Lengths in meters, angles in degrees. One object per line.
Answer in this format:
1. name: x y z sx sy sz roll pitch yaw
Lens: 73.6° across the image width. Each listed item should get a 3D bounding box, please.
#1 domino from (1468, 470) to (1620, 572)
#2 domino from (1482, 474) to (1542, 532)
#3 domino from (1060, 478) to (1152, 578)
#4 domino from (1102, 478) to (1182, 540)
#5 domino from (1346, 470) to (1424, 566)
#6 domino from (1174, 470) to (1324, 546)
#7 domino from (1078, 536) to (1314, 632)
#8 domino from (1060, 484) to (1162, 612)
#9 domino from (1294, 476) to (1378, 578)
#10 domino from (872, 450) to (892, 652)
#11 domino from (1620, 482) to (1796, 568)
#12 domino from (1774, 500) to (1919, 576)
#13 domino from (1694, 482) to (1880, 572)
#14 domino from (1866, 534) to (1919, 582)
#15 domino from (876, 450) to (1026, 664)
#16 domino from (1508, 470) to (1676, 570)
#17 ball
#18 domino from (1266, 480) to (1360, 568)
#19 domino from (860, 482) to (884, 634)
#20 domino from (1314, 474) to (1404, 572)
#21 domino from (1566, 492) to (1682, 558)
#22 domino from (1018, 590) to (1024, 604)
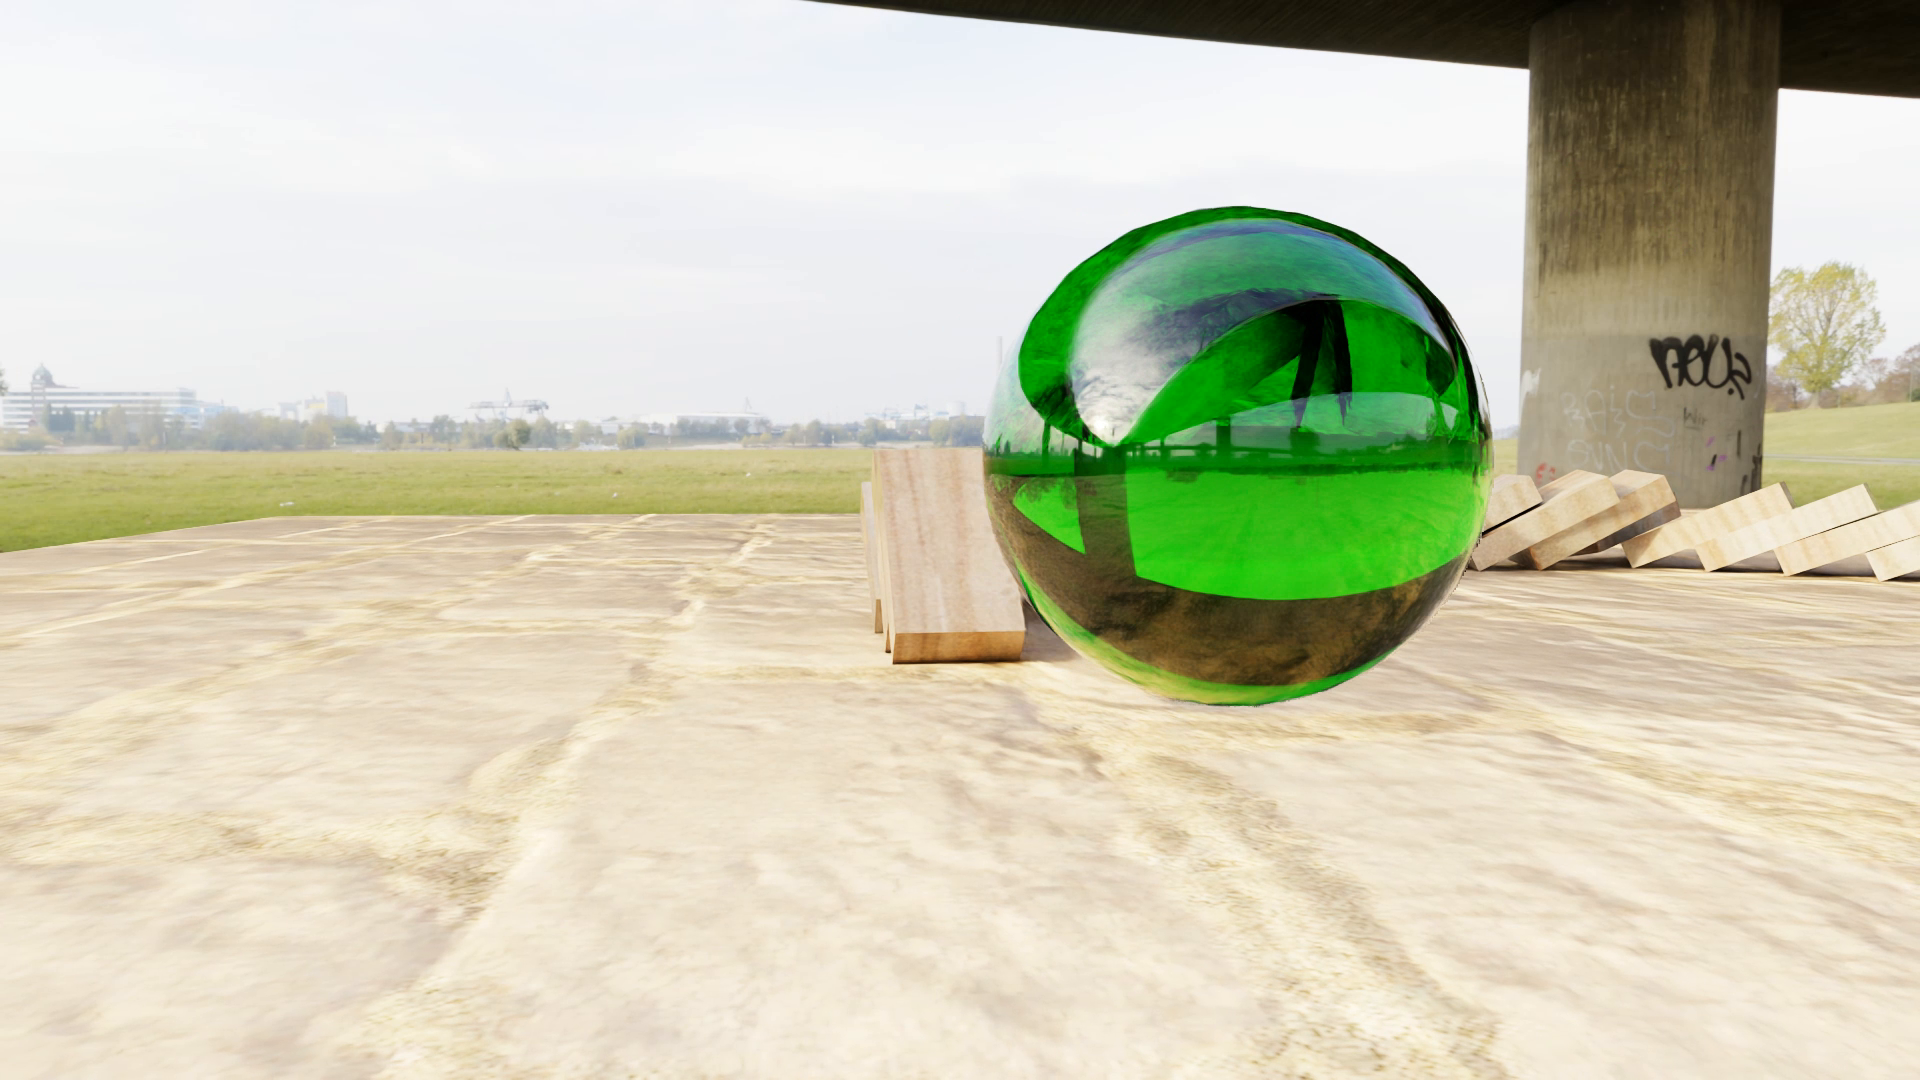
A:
1. domino: 0.194 -0.007 0.437 0.050 0.009 0.025 -28 6 7
2. domino: 0.171 -0.006 0.442 0.050 0.009 0.025 -28 2 5
3. domino: 0.042 -0.001 0.365 0.025 0.010 0.050 -1 31 8
4. domino: 0.051 -0.002 0.385 0.025 0.010 0.050 1 32 18
5. domino: 0.141 -0.008 0.452 0.025 0.009 0.050 -2 28 43
6. domino: 0.083 -0.003 0.386 0.050 0.010 0.025 -36 19 -21
7. domino: 0.057 0.010 0.308 0.050 0.010 0.025 -2 29 -26
8. domino: 0.041 0.001 0.342 0.025 0.010 0.050 1 32 8
9. domino: 0.113 -0.005 0.419 0.025 0.009 0.050 1 31 46
10. domino: -0.005 0.001 0.277 0.025 0.009 0.050 -1 48 -8
11. domino: 0.254 -0.005 0.435 0.050 0.009 0.025 -28 -13 34
12. domino: 0.289 -0.002 0.408 0.050 0.009 0.025 -26 -13 36
13. domino: 0.272 -0.004 0.422 0.050 0.009 0.025 -28 -14 35
14. domino: 0.308 -0.002 0.392 0.050 0.009 0.025 -27 -13 36
15. domino: -0.003 0.002 0.263 0.025 0.010 0.050 -1 48 -8
16. domino: 0.214 -0.007 0.440 0.050 0.009 0.025 -28 7 4
17. ball: 0.043 -0.013 0.208 0.080 0.080 0.080 0 4 0
18. domino: 0.100 -0.003 0.400 0.050 0.009 0.025 -36 26 -33
19. domino: -0.010 0.003 0.309 0.025 0.009 0.050 -1 34 -8
20. domino: 0.127 -0.006 0.435 0.025 0.009 0.050 1 30 46
21. domino: 0.235 -0.005 0.467 0.050 0.009 0.025 -17 1 -29
22. domino: 0.015 0.006 0.330 0.025 0.010 0.050 -40 5 1
